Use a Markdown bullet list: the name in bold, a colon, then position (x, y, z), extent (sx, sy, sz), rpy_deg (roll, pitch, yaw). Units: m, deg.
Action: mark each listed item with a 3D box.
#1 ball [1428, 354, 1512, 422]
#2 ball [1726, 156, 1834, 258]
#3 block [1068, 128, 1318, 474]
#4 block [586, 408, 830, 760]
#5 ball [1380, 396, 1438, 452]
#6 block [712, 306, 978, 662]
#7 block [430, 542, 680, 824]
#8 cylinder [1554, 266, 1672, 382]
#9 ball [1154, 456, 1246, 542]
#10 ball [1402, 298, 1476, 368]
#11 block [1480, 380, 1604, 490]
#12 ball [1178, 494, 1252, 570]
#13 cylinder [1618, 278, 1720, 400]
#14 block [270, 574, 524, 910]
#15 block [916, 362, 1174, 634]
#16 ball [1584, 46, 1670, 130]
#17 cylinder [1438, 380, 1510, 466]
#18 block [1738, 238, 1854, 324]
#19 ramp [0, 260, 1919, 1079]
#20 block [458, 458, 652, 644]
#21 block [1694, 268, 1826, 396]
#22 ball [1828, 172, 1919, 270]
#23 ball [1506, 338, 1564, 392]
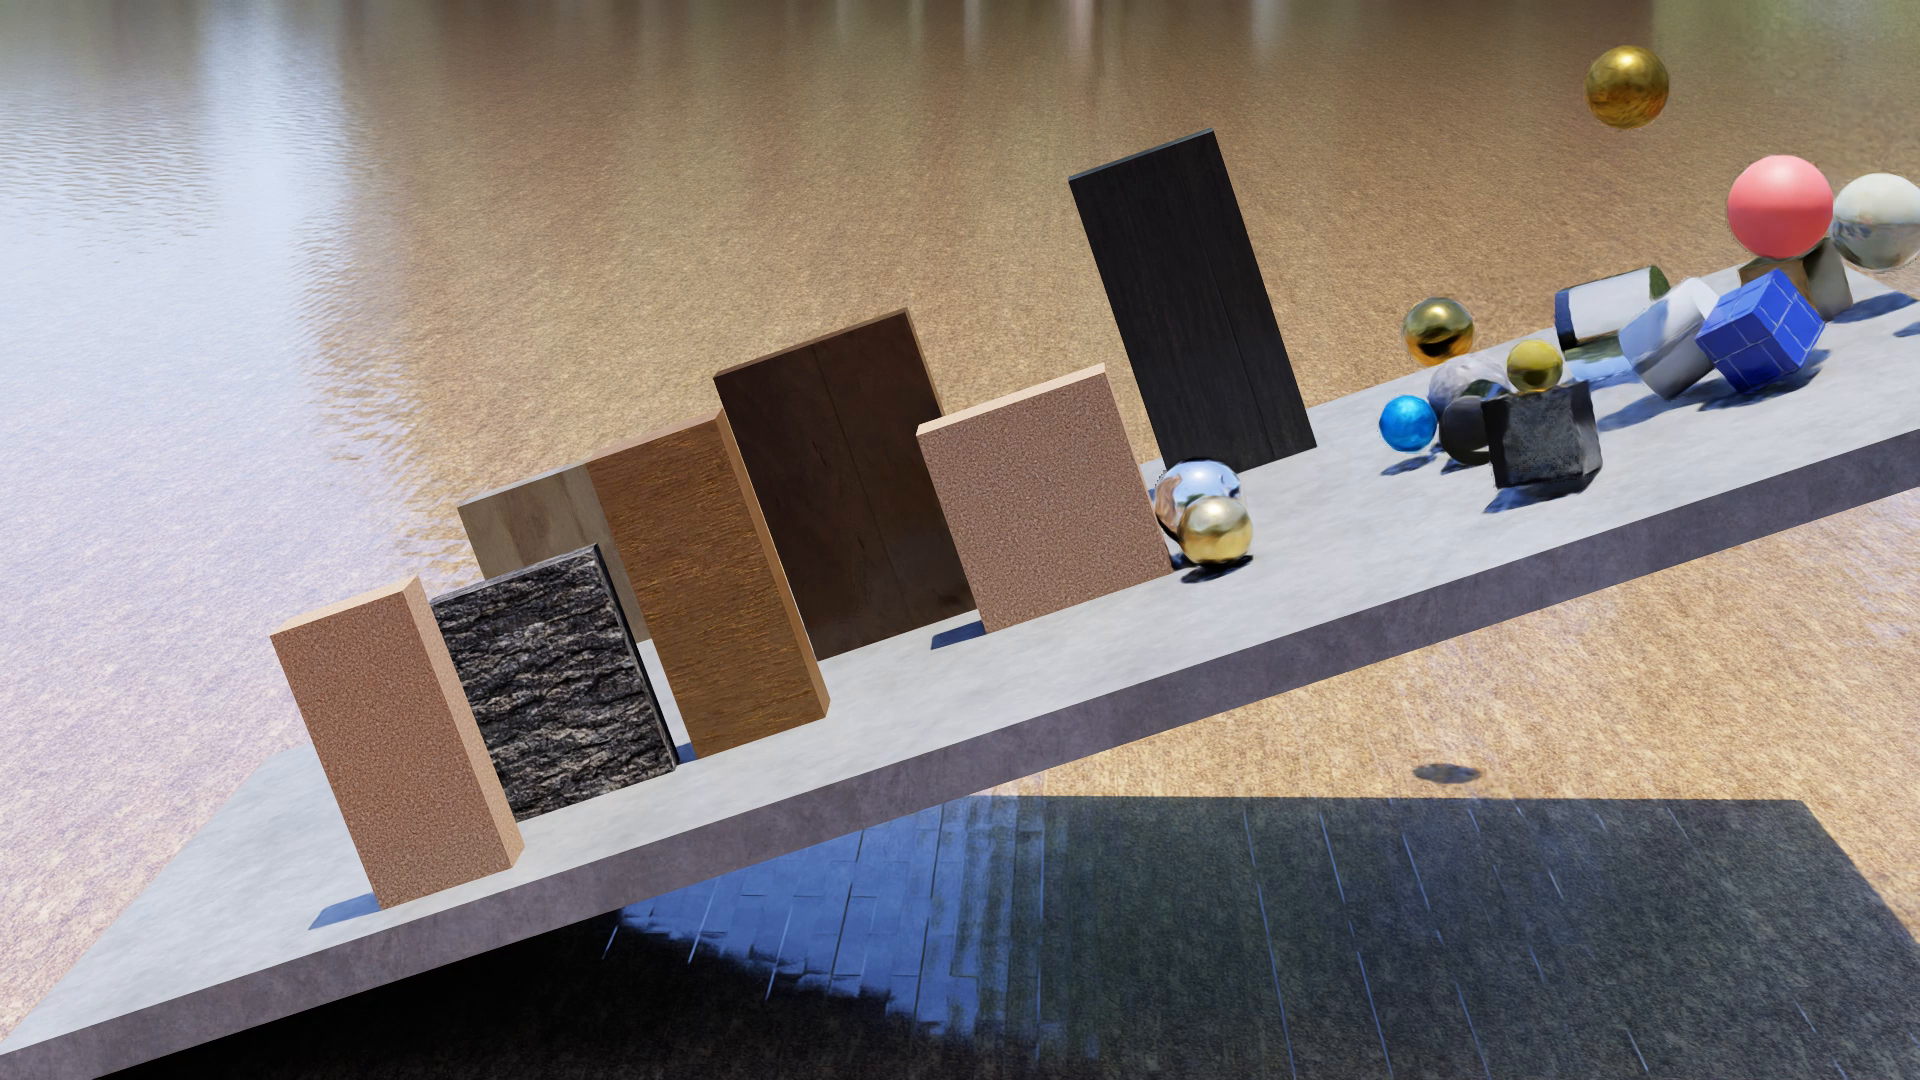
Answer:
- **ball**: position (1.083, -0.307, 6.250), extent (0.177, 0.177, 0.177), rpy_deg (0, 12, 0)
- **ball**: position (1.630, -0.662, 5.845), extent (0.205, 0.205, 0.205), rpy_deg (0, 12, 0)
- **block**: position (0.532, -0.521, 6.715), extent (0.344, 0.759, 0.106), rpy_deg (-18, 11, 6)
- **block**: position (-0.498, 0.087, 5.864), extent (0.272, 0.637, 0.133), rpy_deg (-18, 11, 6)
- **ball**: position (0.945, -0.245, 6.200), extent (0.120, 0.120, 0.120), rpy_deg (0, 12, 0)
- **block**: position (-0.210, -0.117, 6.312), extent (0.433, 0.656, 0.087), rpy_deg (-18, 11, 6)
- **block**: position (-0.811, 0.288, 5.863), extent (0.354, 0.472, 0.086), rpy_deg (-18, 11, 6)
- **cylinder**: position (1.420, -0.465, 6.346), extent (0.210, 0.210, 0.210), rpy_deg (-14, 5, 29)
- **ball**: position (0.495, -0.076, 6.062), extent (0.190, 0.190, 0.190), rpy_deg (0, 12, 0)
- **ball**: position (1.196, -0.517, 7.348), extent (0.179, 0.179, 0.179), rpy_deg (0, 12, 0)
- **block**: position (1.110, -0.202, 5.605), extent (0.168, 0.168, 0.168), rpy_deg (-10, 3, 26)
- **ball**: position (0.511, -0.016, 5.895), extent (0.151, 0.151, 0.151), rpy_deg (0, 12, 0)
- **cylinder**: position (1.457, -0.407, 5.941), extent (0.177, 0.177, 0.177), rpy_deg (-39, -9, 30)
- **block**: position (-1.063, 0.385, 5.578), extent (0.269, 0.568, 0.132), rpy_deg (-18, 11, 6)
- **block**: position (0.176, -0.086, 6.056), extent (0.405, 0.439, 0.126), rpy_deg (-18, 11, 6)
- **ball**: position (1.312, -0.890, 5.787), extent (0.163, 0.163, 0.163), rpy_deg (0, 12, 0)
- **cylinder**: position (1.066, -0.242, 6.052), extent (0.143, 0.143, 0.143), rpy_deg (4, 19, 17)
- **block**: position (1.773, -0.537, 6.237), extent (0.152, 0.152, 0.152), rpy_deg (-8, 16, 46)
- **ramp**: position (0.110, 0.179, 6.302), extent (4.000, 0.100, 2.000), rpy_deg (-18, 11, 6)
- **block**: position (-0.954, 0.058, 7.256), extent (0.419, 0.463, 0.098), rpy_deg (-18, 11, 6)
- **block**: position (1.571, -0.408, 5.775), extent (0.151, 0.151, 0.151), rpy_deg (-29, 17, 50)
- **ball**: position (1.908, -0.660, 6.105), extent (0.203, 0.203, 0.203), rpy_deg (0, 12, 0)
- **ball**: position (1.125, -0.339, 5.755), extent (0.111, 0.111, 0.111), rpy_deg (0, 12, 0)
